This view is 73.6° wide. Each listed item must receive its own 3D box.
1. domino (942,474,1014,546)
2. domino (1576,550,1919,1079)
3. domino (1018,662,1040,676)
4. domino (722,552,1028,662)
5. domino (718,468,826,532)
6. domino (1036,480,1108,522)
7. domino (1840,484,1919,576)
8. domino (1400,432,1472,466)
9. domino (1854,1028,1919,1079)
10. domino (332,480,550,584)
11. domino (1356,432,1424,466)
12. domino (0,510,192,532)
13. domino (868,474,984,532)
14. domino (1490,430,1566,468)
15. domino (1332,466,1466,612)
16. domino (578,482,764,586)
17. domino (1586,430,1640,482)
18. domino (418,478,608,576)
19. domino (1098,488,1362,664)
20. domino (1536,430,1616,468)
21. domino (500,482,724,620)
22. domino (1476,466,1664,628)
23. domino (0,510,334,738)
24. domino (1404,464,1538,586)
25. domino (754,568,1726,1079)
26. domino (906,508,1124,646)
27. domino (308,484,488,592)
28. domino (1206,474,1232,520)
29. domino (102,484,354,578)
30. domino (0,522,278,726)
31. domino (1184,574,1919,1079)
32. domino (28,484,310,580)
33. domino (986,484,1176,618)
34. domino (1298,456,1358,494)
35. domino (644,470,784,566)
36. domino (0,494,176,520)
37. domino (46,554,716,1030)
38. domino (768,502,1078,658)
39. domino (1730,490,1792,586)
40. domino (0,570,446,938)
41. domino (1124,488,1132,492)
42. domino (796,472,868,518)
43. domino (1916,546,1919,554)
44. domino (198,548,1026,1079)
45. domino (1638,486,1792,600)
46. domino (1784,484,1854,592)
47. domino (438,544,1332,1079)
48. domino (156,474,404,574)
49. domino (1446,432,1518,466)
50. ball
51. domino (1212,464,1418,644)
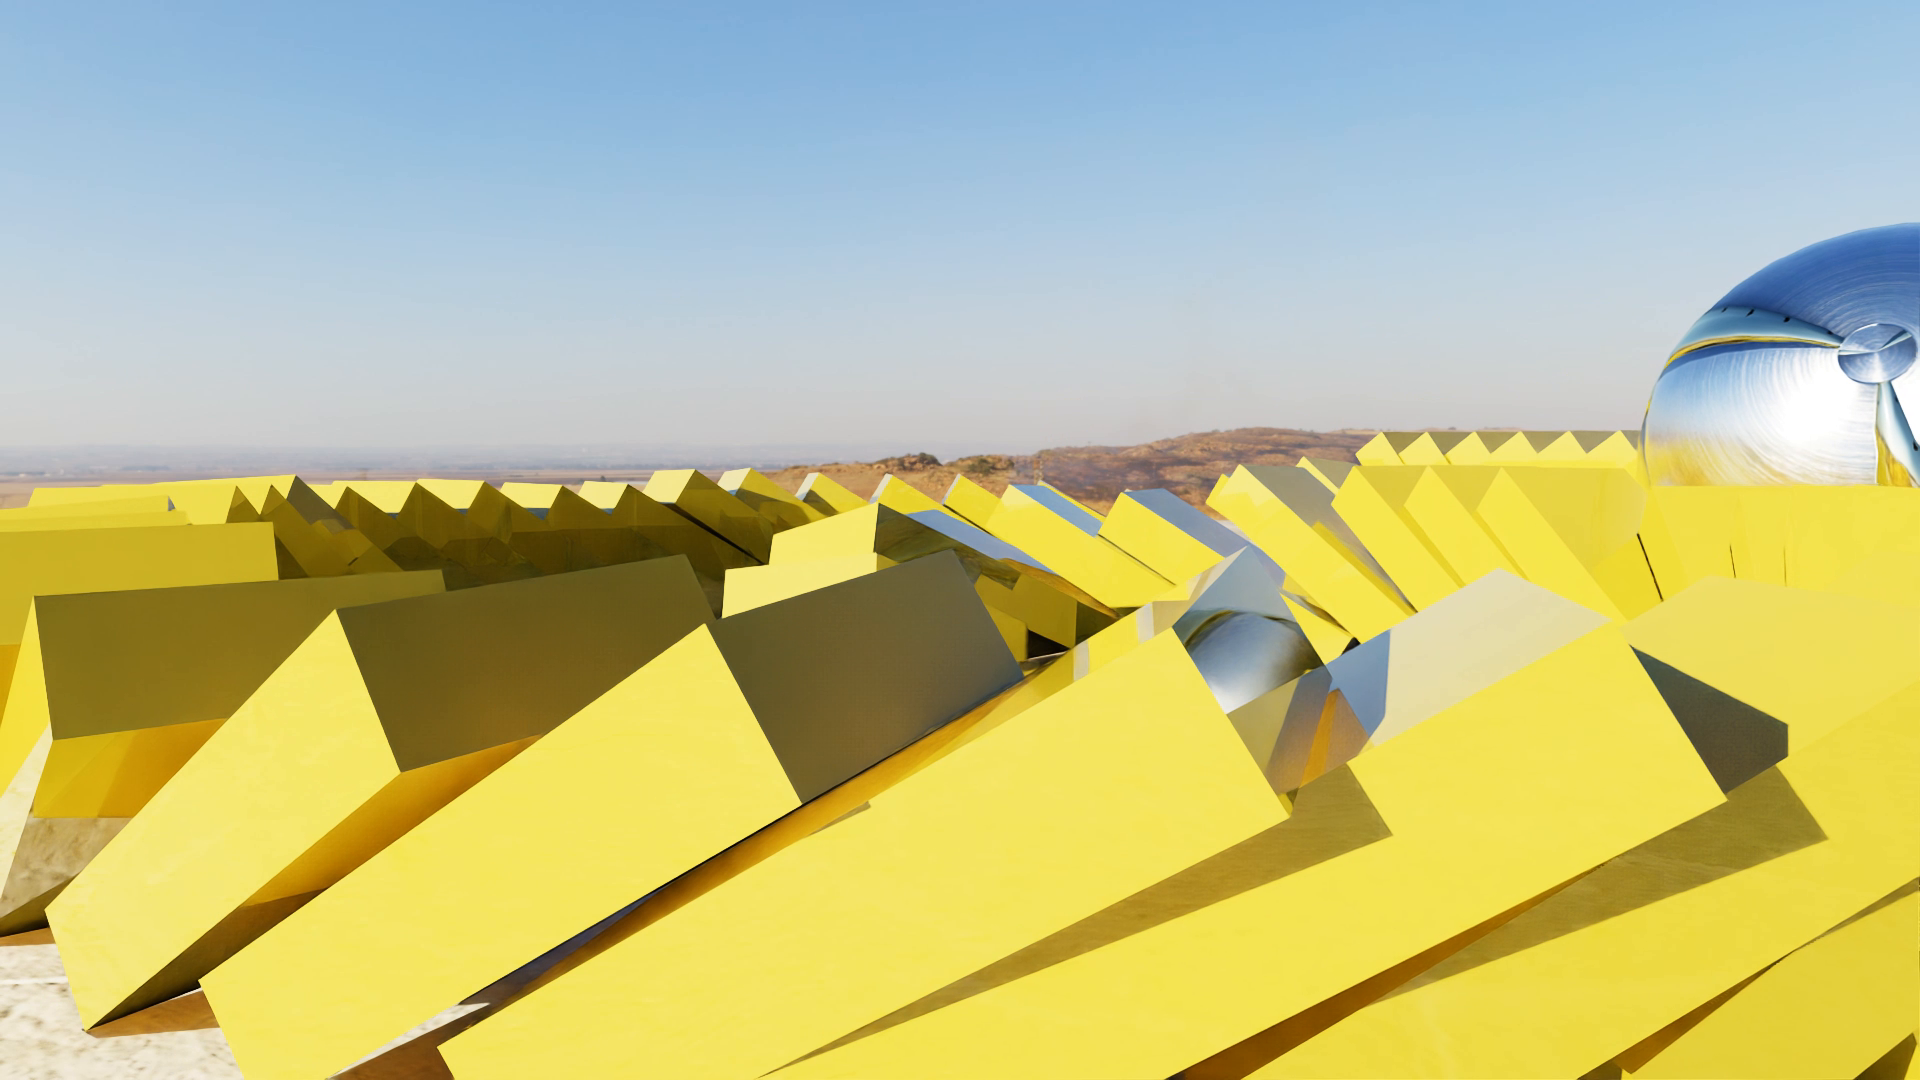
[{"bbox_3d":[0.019,-0.001,0.350,0.050,0.009,0.025,31,3,-4],"label":"domino"},{"bbox_3d":[0.057,0.019,0.087,0.050,0.009,0.025,-32,12,-9],"label":"domino"},{"bbox_3d":[-0.002,0.025,0.171,0.025,0.010,0.050,0,4,4],"label":"domino"},{"bbox_3d":[-0.011,0.014,0.198,0.025,0.009,0.050,-7,-17,26],"label":"domino"},{"bbox_3d":[-0.039,-0.001,0.331,0.050,0.009,0.025,34,-13,-21],"label":"domino"},{"bbox_3d":[0.042,0.000,0.352,0.050,0.010,0.025,29,5,0],"label":"domino"},{"bbox_3d":[0.102,0.014,0.129,0.025,0.010,0.050,7,43,35],"label":"domino"},{"bbox_3d":[0.135,-0.005,0.325,0.025,0.050,0.010,-4,-31,-41],"label":"domino"},{"bbox_3d":[0.075,0.018,0.095,0.050,0.009,0.025,-33,15,-14],"label":"domino"},{"bbox_3d":[-0.100,0.005,0.257,0.025,0.010,0.050,2,-29,32],"label":"domino"},{"bbox_3d":[0.126,-0.005,0.334,0.025,0.050,0.010,-4,-31,-41],"label":"domino"},{"bbox_3d":[-0.088,0.015,0.130,0.025,0.009,0.050,-4,-28,-23],"label":"domino"},{"bbox_3d":[0.000,-0.001,0.347,0.050,0.009,0.025,31,0,-8],"label":"domino"},{"bbox_3d":[0.151,-0.003,0.307,0.025,0.050,0.010,-4,-32,-39],"label":"domino"},{"bbox_3d":[0.092,0.006,0.230,0.025,0.009,0.050,-2,43,-26],"label":"domino"},{"bbox_3d":[-0.066,0.003,0.308,0.050,0.010,0.025,34,-17,-34],"label":"domino"},{"bbox_3d":[0.164,-0.002,0.287,0.025,0.050,0.010,-4,-32,-39],"label":"domino"},{"bbox_3d":[-0.091,0.004,0.274,0.025,0.010,0.050,3,-28,39],"label":"domino"},{"bbox_3d":[0.054,0.007,0.248,0.050,0.010,0.025,35,19,21],"label":"domino"},{"bbox_3d":[0.158,-0.003,0.297,0.025,0.050,0.009,-4,-32,-39],"label":"domino"},{"bbox_3d":[-0.079,0.004,0.292,0.025,0.010,0.050,4,-25,44],"label":"domino"},{"bbox_3d":[0.106,0.008,0.201,0.025,0.009,0.050,0,42,-17],"label":"domino"},{"bbox_3d":[-0.104,0.013,0.167,0.025,0.009,0.050,0,-28,-5],"label":"domino"},{"bbox_3d":[0.100,0.007,0.216,0.025,0.009,0.050,-1,43,-21],"label":"domino"},{"bbox_3d":[0.014,0.020,0.075,0.050,0.010,0.025,-32,-3,12],"label":"domino"},{"bbox_3d":[0.012,0.009,0.254,0.050,0.010,0.025,25,10,12],"label":"domino"},{"bbox_3d":[-0.107,0.007,0.240,0.025,0.009,0.050,2,-29,26],"label":"domino"},{"bbox_3d":[0.095,-0.001,0.352,0.050,0.010,0.025,39,25,28],"label":"domino"},{"bbox_3d":[-0.109,0.009,0.202,0.025,0.009,0.050,0,-31,4],"label":"domino"},{"bbox_3d":[-0.077,0.016,0.116,0.025,0.009,0.050,-3,-29,-32],"label":"domino"},{"bbox_3d":[0.036,0.020,0.080,0.050,0.010,0.025,-30,6,-1],"label":"domino"},{"bbox_3d":[-0.107,0.010,0.184,0.025,0.009,0.050,-1,-31,-3],"label":"domino"},{"bbox_3d":[0.031,0.006,0.252,0.050,0.009,0.025,33,12,15],"label":"domino"},{"bbox_3d":[0.114,-0.003,0.348,0.025,0.009,0.050,3,37,-39],"label":"domino"},{"bbox_3d":[-0.053,0.000,0.319,0.050,0.010,0.025,37,-19,-30],"label":"domino"},{"bbox_3d":[-0.096,0.013,0.145,0.025,0.010,0.050,-7,-27,-19],"label":"domino"},{"bbox_3d":[-0.041,0.018,0.091,0.050,0.010,0.025,-34,-13,33],"label":"domino"},{"bbox_3d":[-0.005,0.009,0.220,0.025,0.009,0.050,-15,-30,40],"label":"domino"},{"bbox_3d":[0.114,0.013,0.161,0.025,0.009,0.050,2,39,23],"label":"domino"},{"bbox_3d":[-0.061,0.018,0.103,0.025,0.010,0.050,-4,-24,-43],"label":"domino"},{"bbox_3d":[0.067,0.001,0.349,0.050,0.009,0.025,25,5,1],"label":"domino"},{"bbox_3d":[-0.020,-0.001,0.341,0.050,0.009,0.025,32,-5,-12],"label":"domino"},{"bbox_3d":[0.093,0.016,0.112,0.050,0.010,0.025,-41,31,-27],"label":"domino"},{"bbox_3d":[-0.022,0.019,0.082,0.050,0.009,0.025,-33,-8,27],"label":"domino"},{"bbox_3d":[0.116,0.011,0.180,0.025,0.009,0.050,1,39,12],"label":"domino"},{"bbox_3d":[0.109,0.013,0.144,0.025,0.010,0.050,4,41,28],"label":"domino"},{"bbox_3d":[-0.004,0.019,0.076,0.050,0.010,0.025,-33,-4,21],"label":"domino"},{"bbox_3d":[-0.110,0.007,0.218,0.025,0.009,0.050,-2,-31,11],"label":"domino"},{"bbox_3d":[0.144,-0.004,0.317,0.025,0.050,0.010,-4,-32,-39],"label":"domino"},{"bbox_3d":[0.163,-0.014,0.223,0.080,0.080,0.080,0,4,0],"label":"ball"},{"bbox_3d":[0.074,0.005,0.242,0.025,0.010,0.050,-2,41,-47],"label":"domino"}]
